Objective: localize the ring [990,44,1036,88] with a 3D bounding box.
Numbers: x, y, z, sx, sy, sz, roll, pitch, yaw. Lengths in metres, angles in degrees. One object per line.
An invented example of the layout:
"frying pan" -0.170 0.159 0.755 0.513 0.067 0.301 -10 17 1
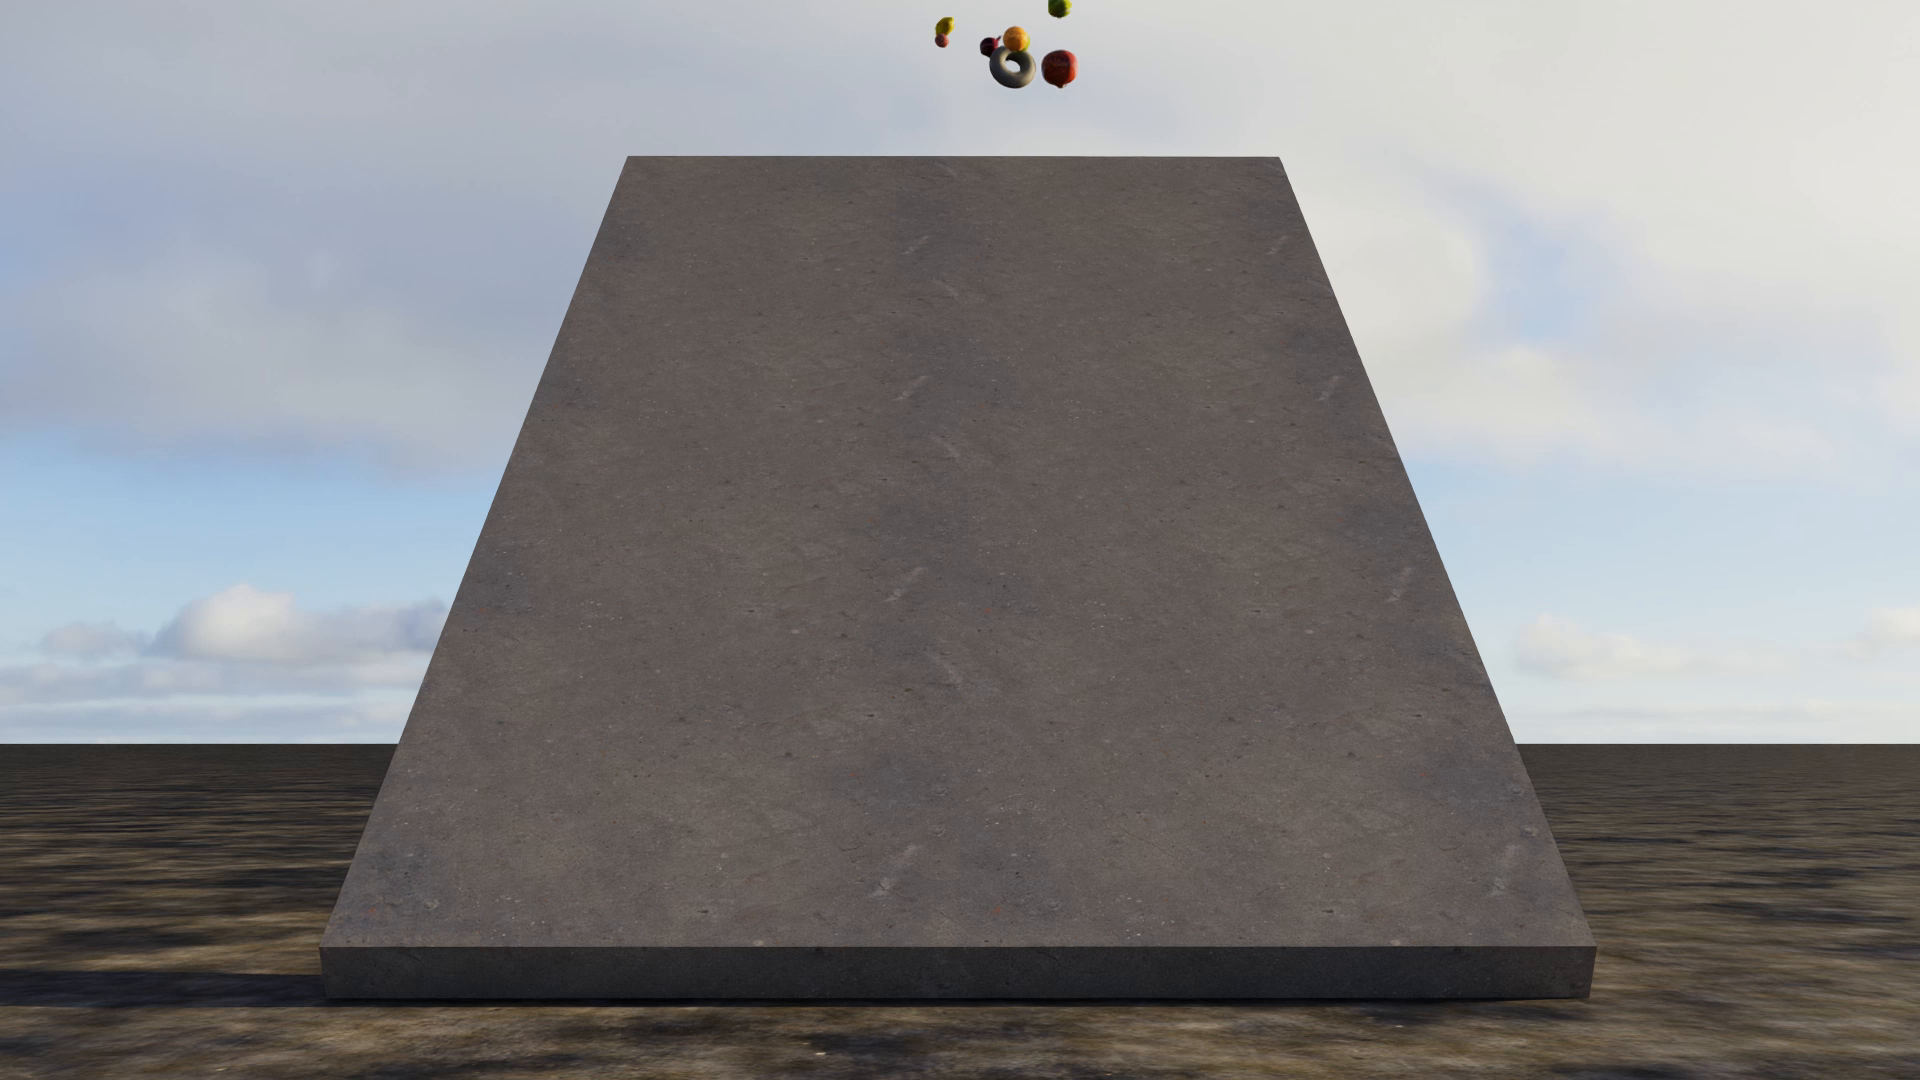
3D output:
"ring" 0.154 -1.391 6.958 0.142 0.142 0.047 1 -20 -15

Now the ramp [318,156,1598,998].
"ramp" -0.011 -0.227 5.514 2.000 0.100 4.000 0 27 0
